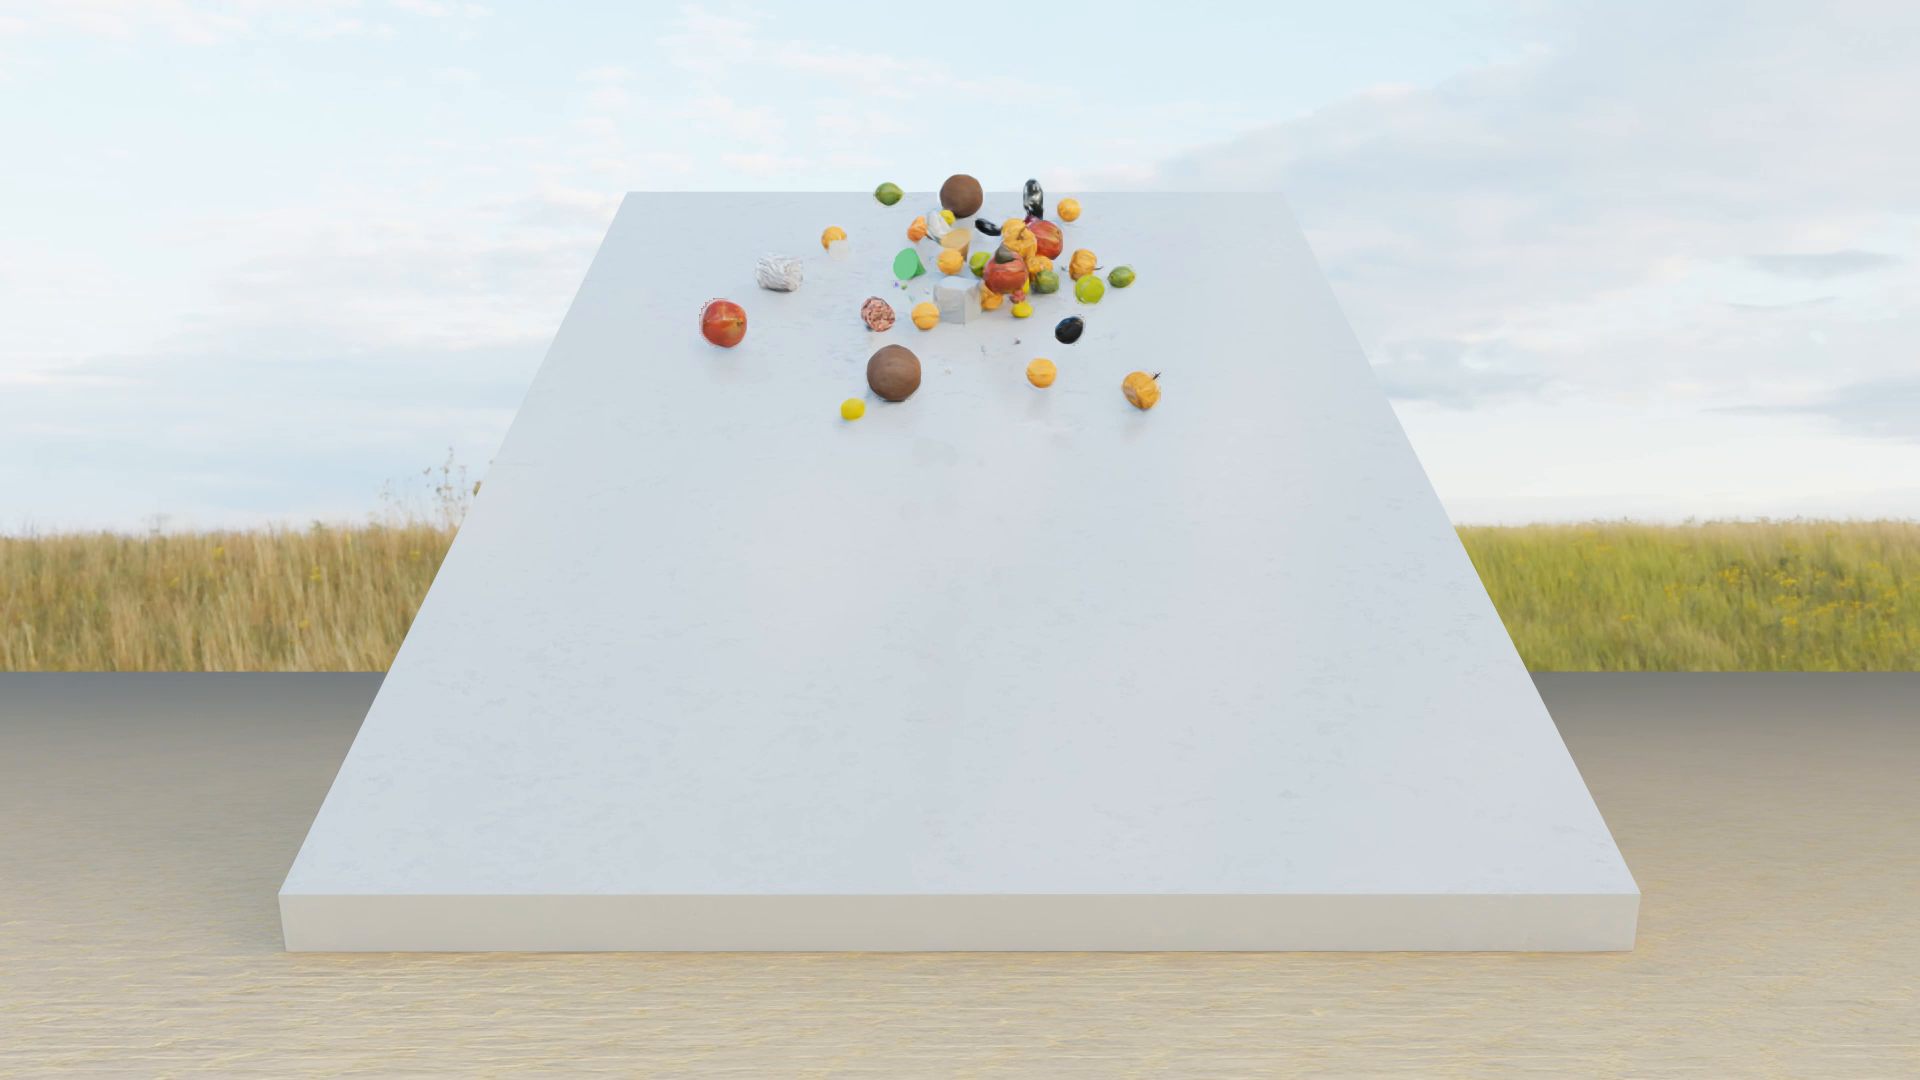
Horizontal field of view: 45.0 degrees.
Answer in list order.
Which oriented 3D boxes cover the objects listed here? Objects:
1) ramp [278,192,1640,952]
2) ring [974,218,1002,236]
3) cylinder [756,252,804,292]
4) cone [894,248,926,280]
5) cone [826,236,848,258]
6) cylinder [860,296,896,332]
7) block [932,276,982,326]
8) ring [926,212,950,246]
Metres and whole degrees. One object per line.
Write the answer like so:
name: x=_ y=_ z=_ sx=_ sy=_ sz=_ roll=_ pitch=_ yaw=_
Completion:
ramp: x=-0.008 y=-0.226 z=5.255 sx=2.000 sy=0.100 sz=4.000 roll=0 pitch=23 yaw=0
ring: x=0.079 y=-0.876 z=6.499 sx=0.081 sy=0.027 sz=0.081 roll=22 pitch=19 yaw=-8
cylinder: x=-0.477 y=-0.709 z=6.123 sx=0.094 sy=0.094 sz=0.094 roll=10 pitch=1 yaw=22
cone: x=-0.118 y=-0.734 z=6.255 sx=0.088 sy=0.088 sz=0.088 roll=-3 pitch=-11 yaw=40
cone: x=-0.331 y=-0.796 z=6.413 sx=0.063 sy=0.063 sz=0.063 roll=-1 pitch=-34 yaw=21
cylinder: x=-0.207 y=-0.568 z=5.831 sx=0.071 sy=0.071 sz=0.071 roll=1 pitch=22 yaw=-20
block: x=-0.007 y=-0.610 z=5.902 sx=0.092 sy=0.092 sz=0.092 roll=11 pitch=26 yaw=24
ring: x=-0.058 y=-0.846 z=6.300 sx=0.035 sy=0.106 sz=0.106 roll=-27 pitch=-13 yaw=20
